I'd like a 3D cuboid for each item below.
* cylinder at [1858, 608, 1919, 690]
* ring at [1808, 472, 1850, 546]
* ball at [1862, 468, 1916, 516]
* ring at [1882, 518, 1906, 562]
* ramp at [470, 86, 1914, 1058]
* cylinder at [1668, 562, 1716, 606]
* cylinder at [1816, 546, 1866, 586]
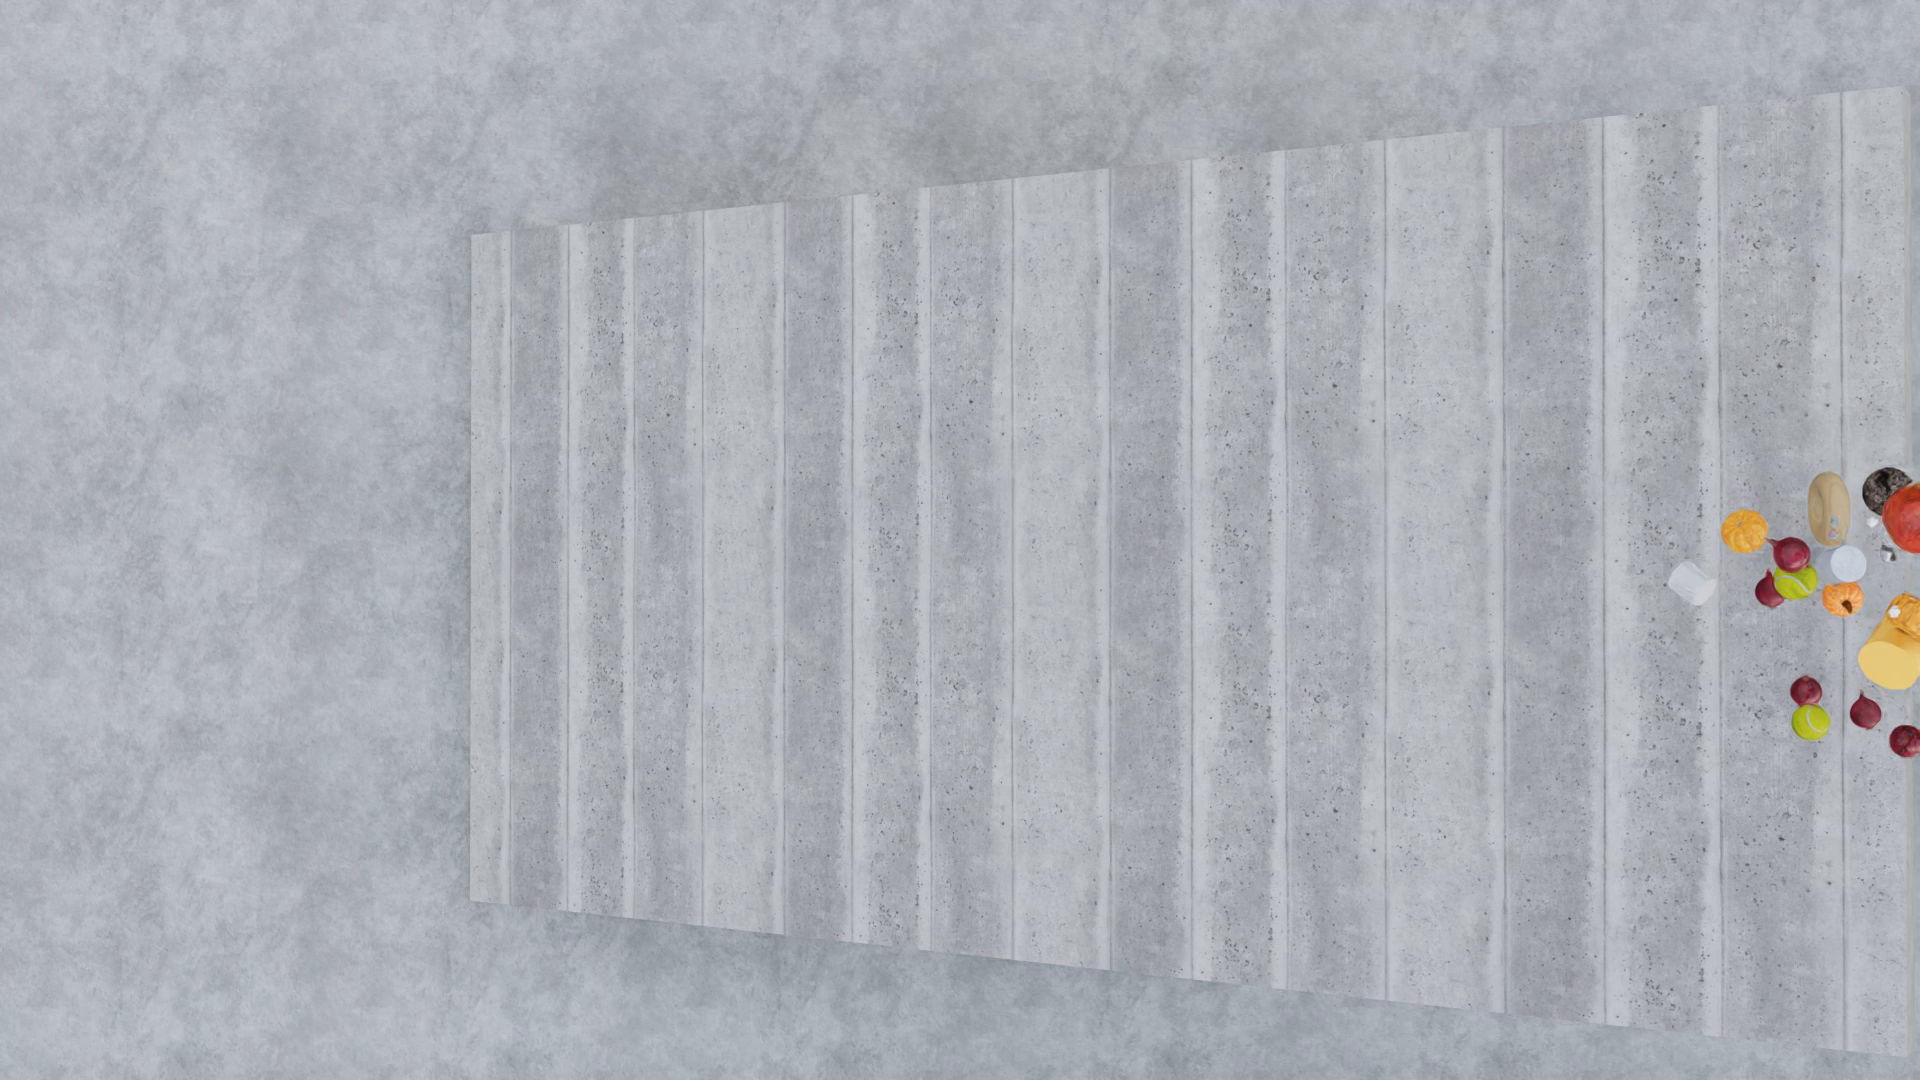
[{"bbox_3d":[1.601,0.186,3.748,0.099,0.099,0.099,48,57,0],"label":"cylinder"},{"bbox_3d":[1.670,-0.059,4.227,0.048,0.145,0.145,-3,89,4],"label":"ring"},{"bbox_3d":[1.771,-0.091,4.193,0.094,0.094,0.094,0,89,0],"label":"ball"},{"bbox_3d":[1.596,0.001,3.759,0.026,0.077,0.077,16,89,31],"label":"ring"},{"bbox_3d":[0.264,0.073,5.610,4.000,0.100,2.000,0,89,31],"label":"ramp"},{"bbox_3d":[1.427,0.085,4.285,0.063,0.063,0.063,-47,51,0],"label":"cylinder"},{"bbox_3d":[1.644,0.048,4.106,0.068,0.068,0.068,0,84,-3],"label":"cylinder"}]
